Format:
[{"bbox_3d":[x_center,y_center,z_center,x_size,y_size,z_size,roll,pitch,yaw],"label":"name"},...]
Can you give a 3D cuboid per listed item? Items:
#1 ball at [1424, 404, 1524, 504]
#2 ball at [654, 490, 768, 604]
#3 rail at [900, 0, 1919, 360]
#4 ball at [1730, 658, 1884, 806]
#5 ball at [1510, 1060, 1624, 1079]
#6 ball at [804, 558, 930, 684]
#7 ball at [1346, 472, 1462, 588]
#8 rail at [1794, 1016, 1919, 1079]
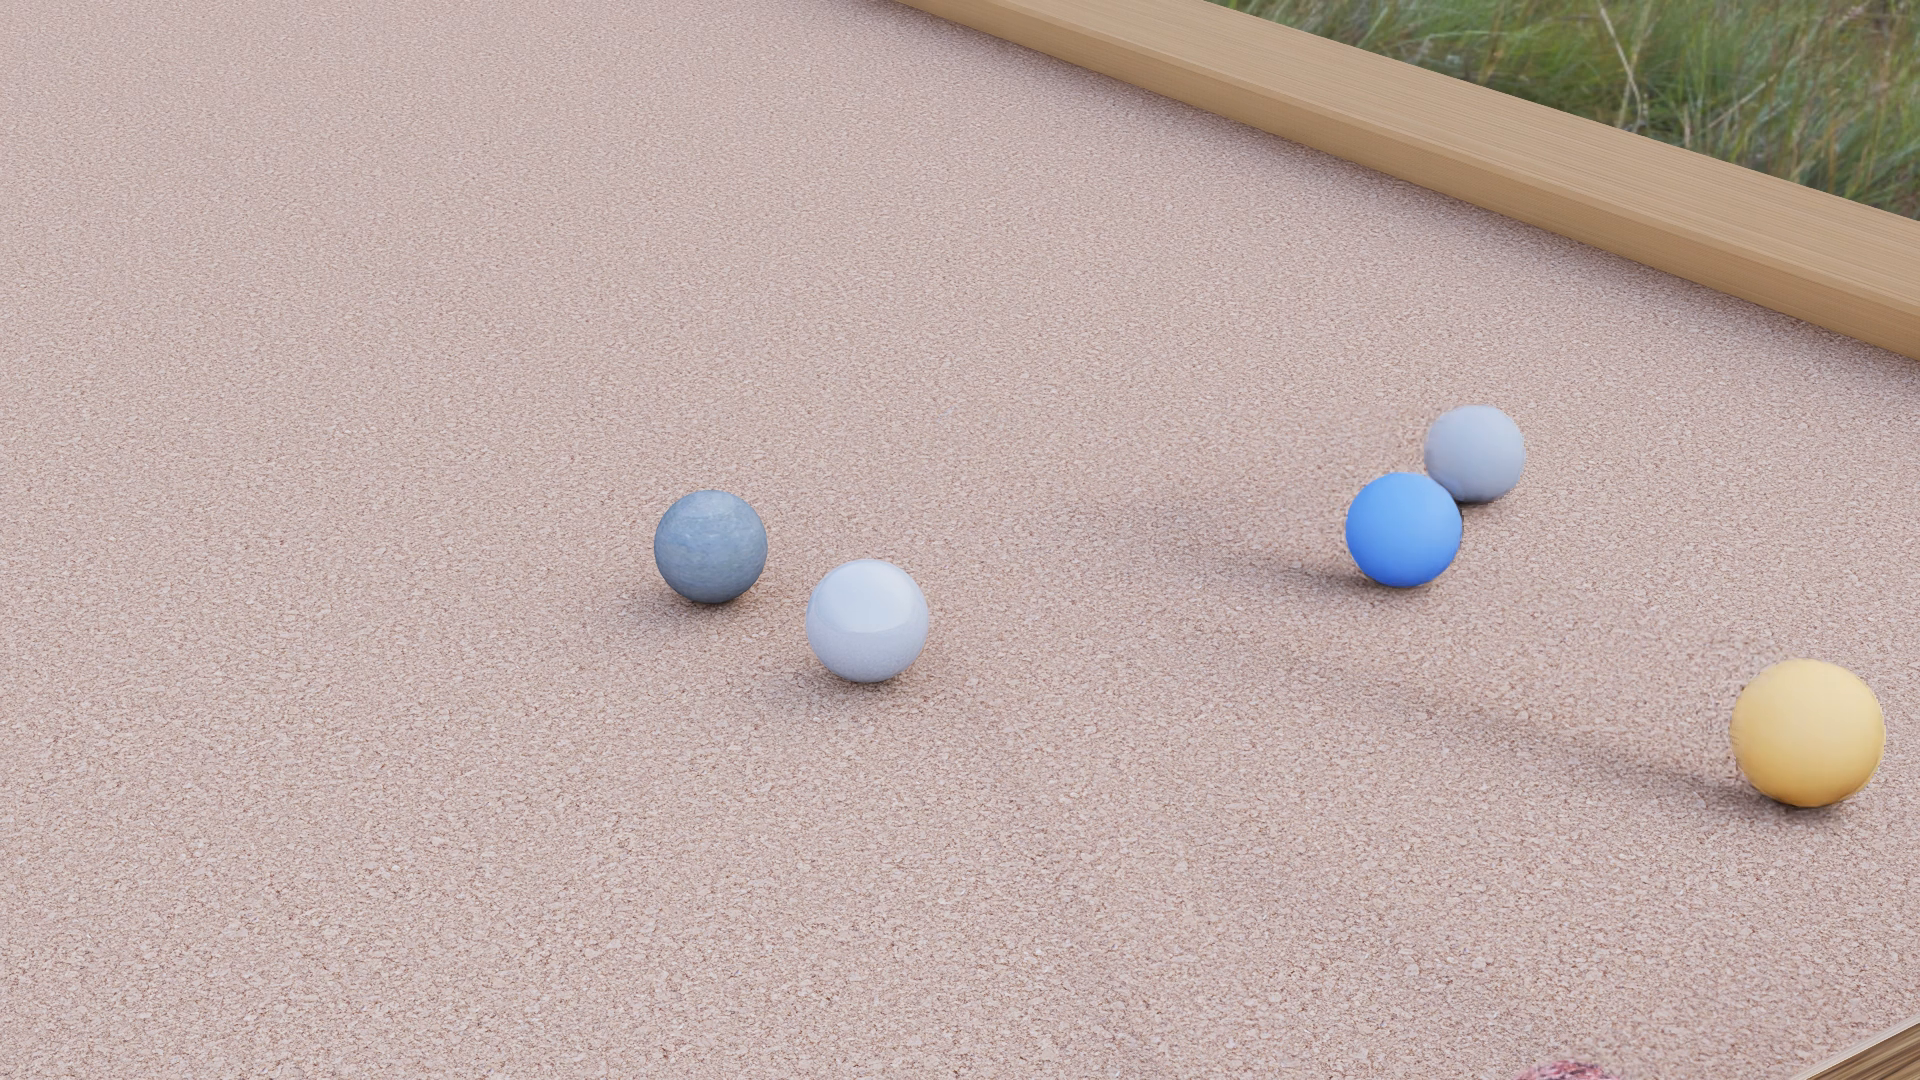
[{"bbox_3d":[0.412,-0.069,2.361,0.079,0.079,0.079,0,24,0],"label":"ball"},{"bbox_3d":[-0.185,0.005,2.189,0.085,0.085,0.085,0,24,0],"label":"ball"},{"bbox_3d":[0.270,-0.551,3.377,0.045,0.125,3.613,-16,29,-32],"label":"rail"},{"bbox_3d":[0.549,0.125,1.908,0.096,0.096,0.096,0,24,0],"label":"ball"},{"bbox_3d":[0.309,0.312,1.492,0.096,0.096,0.096,0,24,0],"label":"ball"},{"bbox_3d":[-0.065,0.057,2.070,0.087,0.087,0.087,0,24,0],"label":"ball"},{"bbox_3d":[0.334,-0.008,2.215,0.087,0.087,0.087,0,24,0],"label":"ball"},{"bbox_3d":[0.509,0.275,1.538,1.990,0.125,0.045,-16,29,-32],"label":"rail"}]
